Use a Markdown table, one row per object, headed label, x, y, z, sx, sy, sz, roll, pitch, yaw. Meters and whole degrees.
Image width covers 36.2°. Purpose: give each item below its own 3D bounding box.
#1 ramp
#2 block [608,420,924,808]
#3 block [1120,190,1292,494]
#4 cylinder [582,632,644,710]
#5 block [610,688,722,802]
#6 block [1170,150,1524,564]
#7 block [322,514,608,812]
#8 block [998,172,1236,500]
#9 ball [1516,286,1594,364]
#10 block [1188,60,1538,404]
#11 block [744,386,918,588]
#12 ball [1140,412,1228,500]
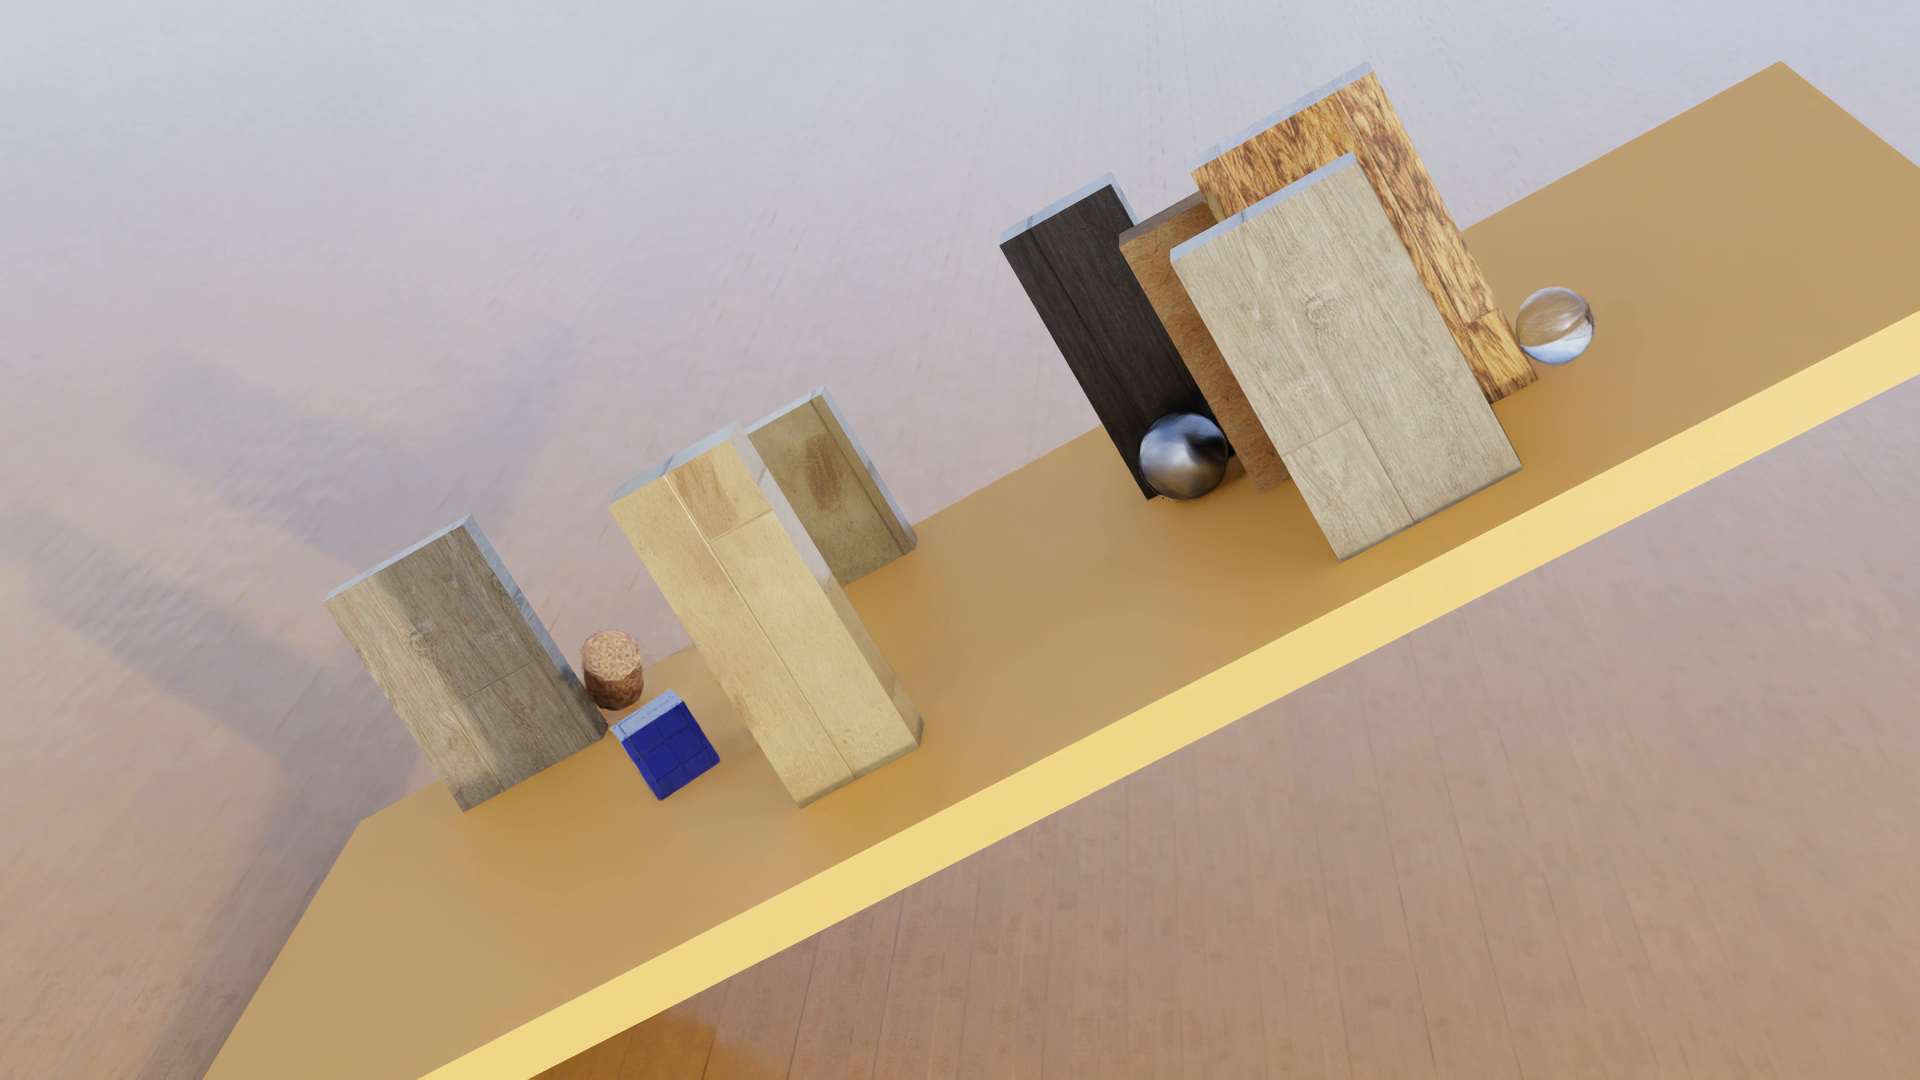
| label | x | y | z | sx | sy | sz | roll | pitch | yaw |
| --- | --- | --- | --- | --- | --- | --- | --- | --- | --- |
| ramp | 0.142 | 0.168 | 6.284 | 4.000 | 0.100 | 2.000 | -28 | 15 | 12 |
| block | -0.372 | 0.149 | 5.736 | 0.274 | 0.717 | 0.131 | -28 | 15 | 12 |
| block | 0.589 | -0.421 | 5.960 | 0.280 | 0.591 | 0.121 | -28 | 15 | 12 |
| cylinder | -0.844 | 0.318 | 7.149 | 0.140 | 0.140 | 0.140 | 1 | 57 | -2 |
| block | -0.643 | 0.446 | 6.416 | 0.159 | 0.159 | 0.159 | -33 | 15 | -9 |
| block | 0.698 | -0.326 | 5.311 | 0.371 | 0.645 | 0.103 | -28 | 15 | 12 |
| block | -1.184 | 0.300 | 7.069 | 0.403 | 0.620 | 0.085 | -28 | 15 | 12 |
| block | 0.365 | -0.438 | 6.346 | 0.271 | 0.650 | 0.131 | -28 | 15 | 12 |
| ball | 1.151 | -0.414 | 5.689 | 0.151 | 0.151 | 0.151 | 0 | 18 | 0 |
| block | 0.784 | -0.526 | 5.720 | 0.393 | 0.689 | 0.128 | -28 | 15 | 12 |
| block | -0.333 | -0.112 | 7.085 | 0.273 | 0.443 | 0.084 | -28 | 15 | 12 |
| ball | 0.472 | -0.177 | 6.195 | 0.187 | 0.187 | 0.187 | 0 | 18 | 0 |
